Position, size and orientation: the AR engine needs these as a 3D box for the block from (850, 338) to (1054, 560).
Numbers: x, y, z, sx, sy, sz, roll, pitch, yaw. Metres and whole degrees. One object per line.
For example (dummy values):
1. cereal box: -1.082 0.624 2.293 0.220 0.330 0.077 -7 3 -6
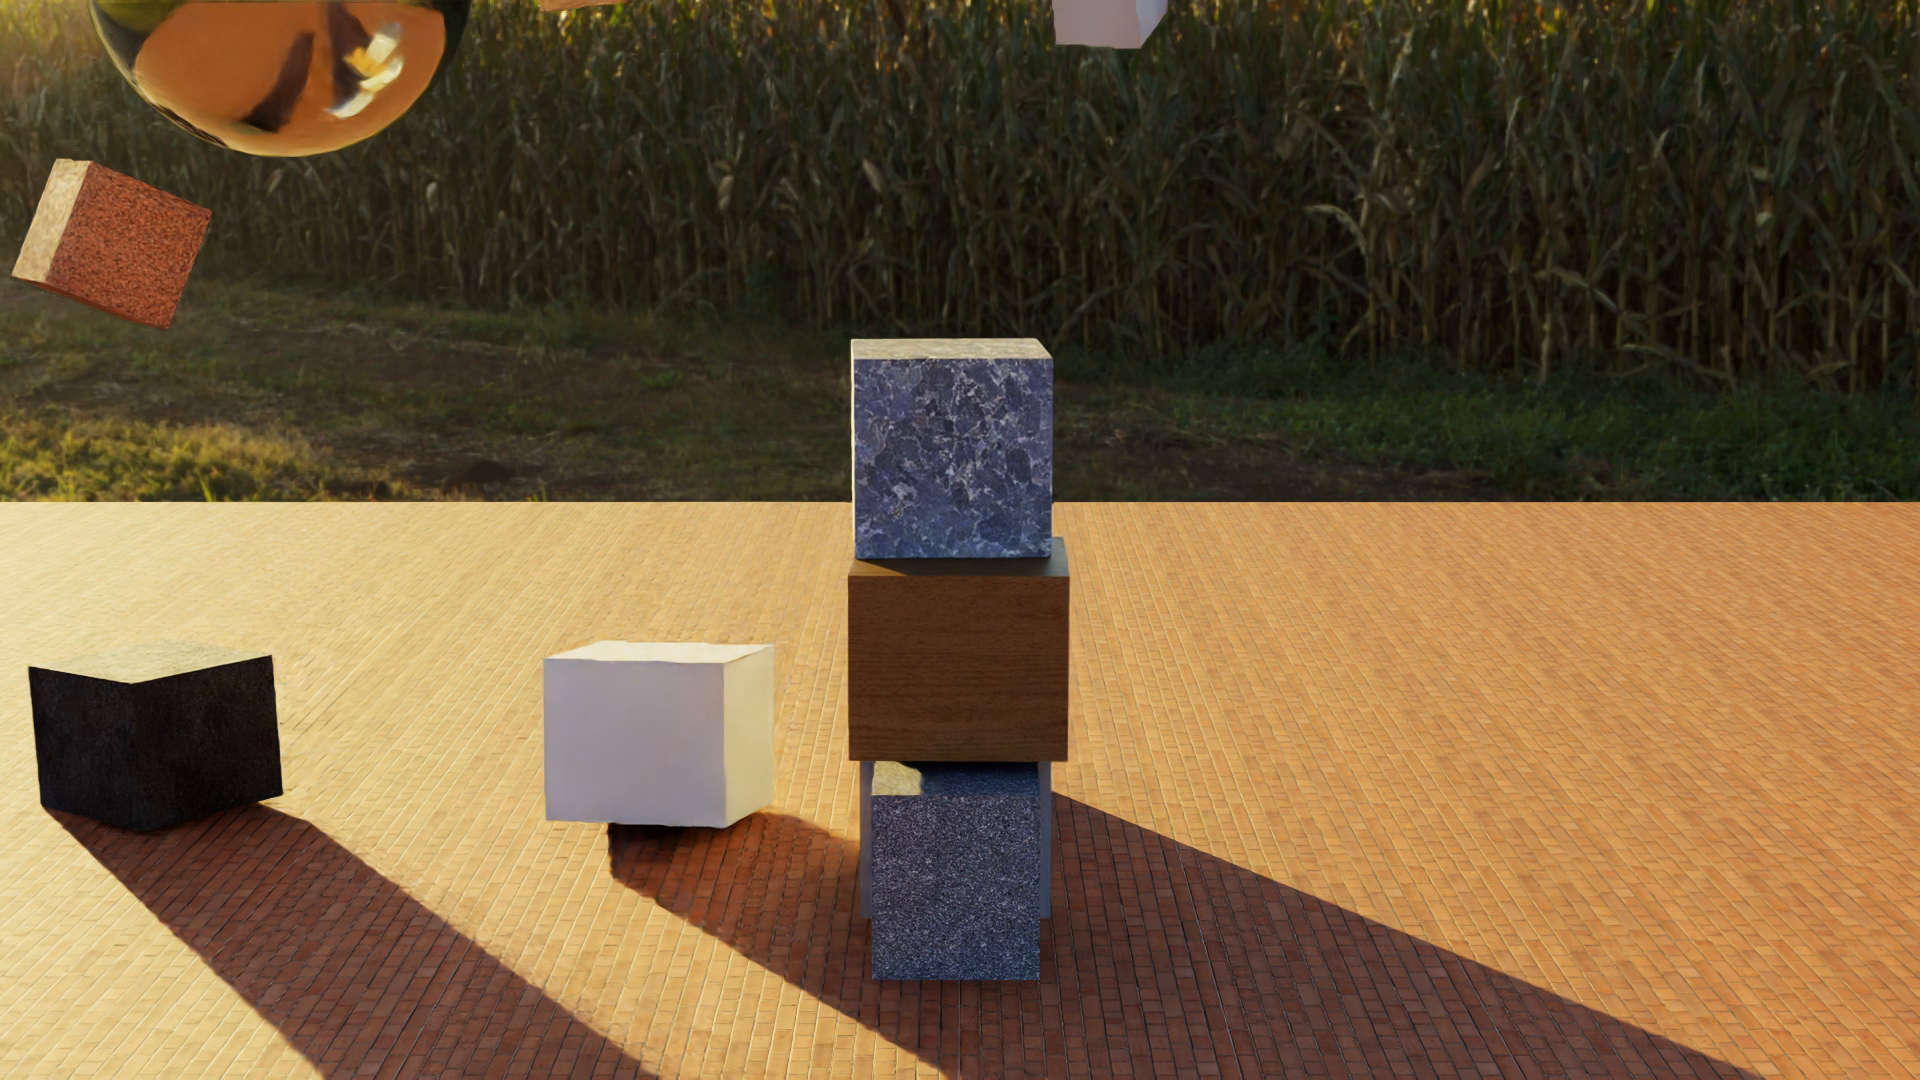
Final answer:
1. block: -0.048 -0.397 10.731 0.800 0.813 0.787 0 10 -3

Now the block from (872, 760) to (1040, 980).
1. block: -0.016 1.293 10.361 0.657 0.749 0.727 0 10 0

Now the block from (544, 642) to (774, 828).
1. block: -1.414 0.906 12.161 0.878 0.759 0.760 1 4 13

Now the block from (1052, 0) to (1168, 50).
1. block: 0.648 -2.419 11.148 0.384 0.408 0.396 8 39 21

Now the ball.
1. ball: -2.849 -2.407 10.743 1.600 1.600 1.600 0 10 0

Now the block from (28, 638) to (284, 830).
1. block: -3.891 0.924 12.420 0.871 0.697 0.775 5 11 39

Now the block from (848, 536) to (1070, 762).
1. block: -0.001 0.431 10.551 0.871 0.750 0.877 0 10 1

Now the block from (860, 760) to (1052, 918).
1. block: -0.020 1.131 11.070 0.798 0.813 0.707 0 10 0

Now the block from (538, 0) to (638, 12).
1. block: -1.694 -2.784 11.669 0.535 0.569 0.528 -8 -4 -8

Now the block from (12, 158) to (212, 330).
1. block: -3.996 -1.395 12.083 0.600 0.596 0.601 22 -5 -34
